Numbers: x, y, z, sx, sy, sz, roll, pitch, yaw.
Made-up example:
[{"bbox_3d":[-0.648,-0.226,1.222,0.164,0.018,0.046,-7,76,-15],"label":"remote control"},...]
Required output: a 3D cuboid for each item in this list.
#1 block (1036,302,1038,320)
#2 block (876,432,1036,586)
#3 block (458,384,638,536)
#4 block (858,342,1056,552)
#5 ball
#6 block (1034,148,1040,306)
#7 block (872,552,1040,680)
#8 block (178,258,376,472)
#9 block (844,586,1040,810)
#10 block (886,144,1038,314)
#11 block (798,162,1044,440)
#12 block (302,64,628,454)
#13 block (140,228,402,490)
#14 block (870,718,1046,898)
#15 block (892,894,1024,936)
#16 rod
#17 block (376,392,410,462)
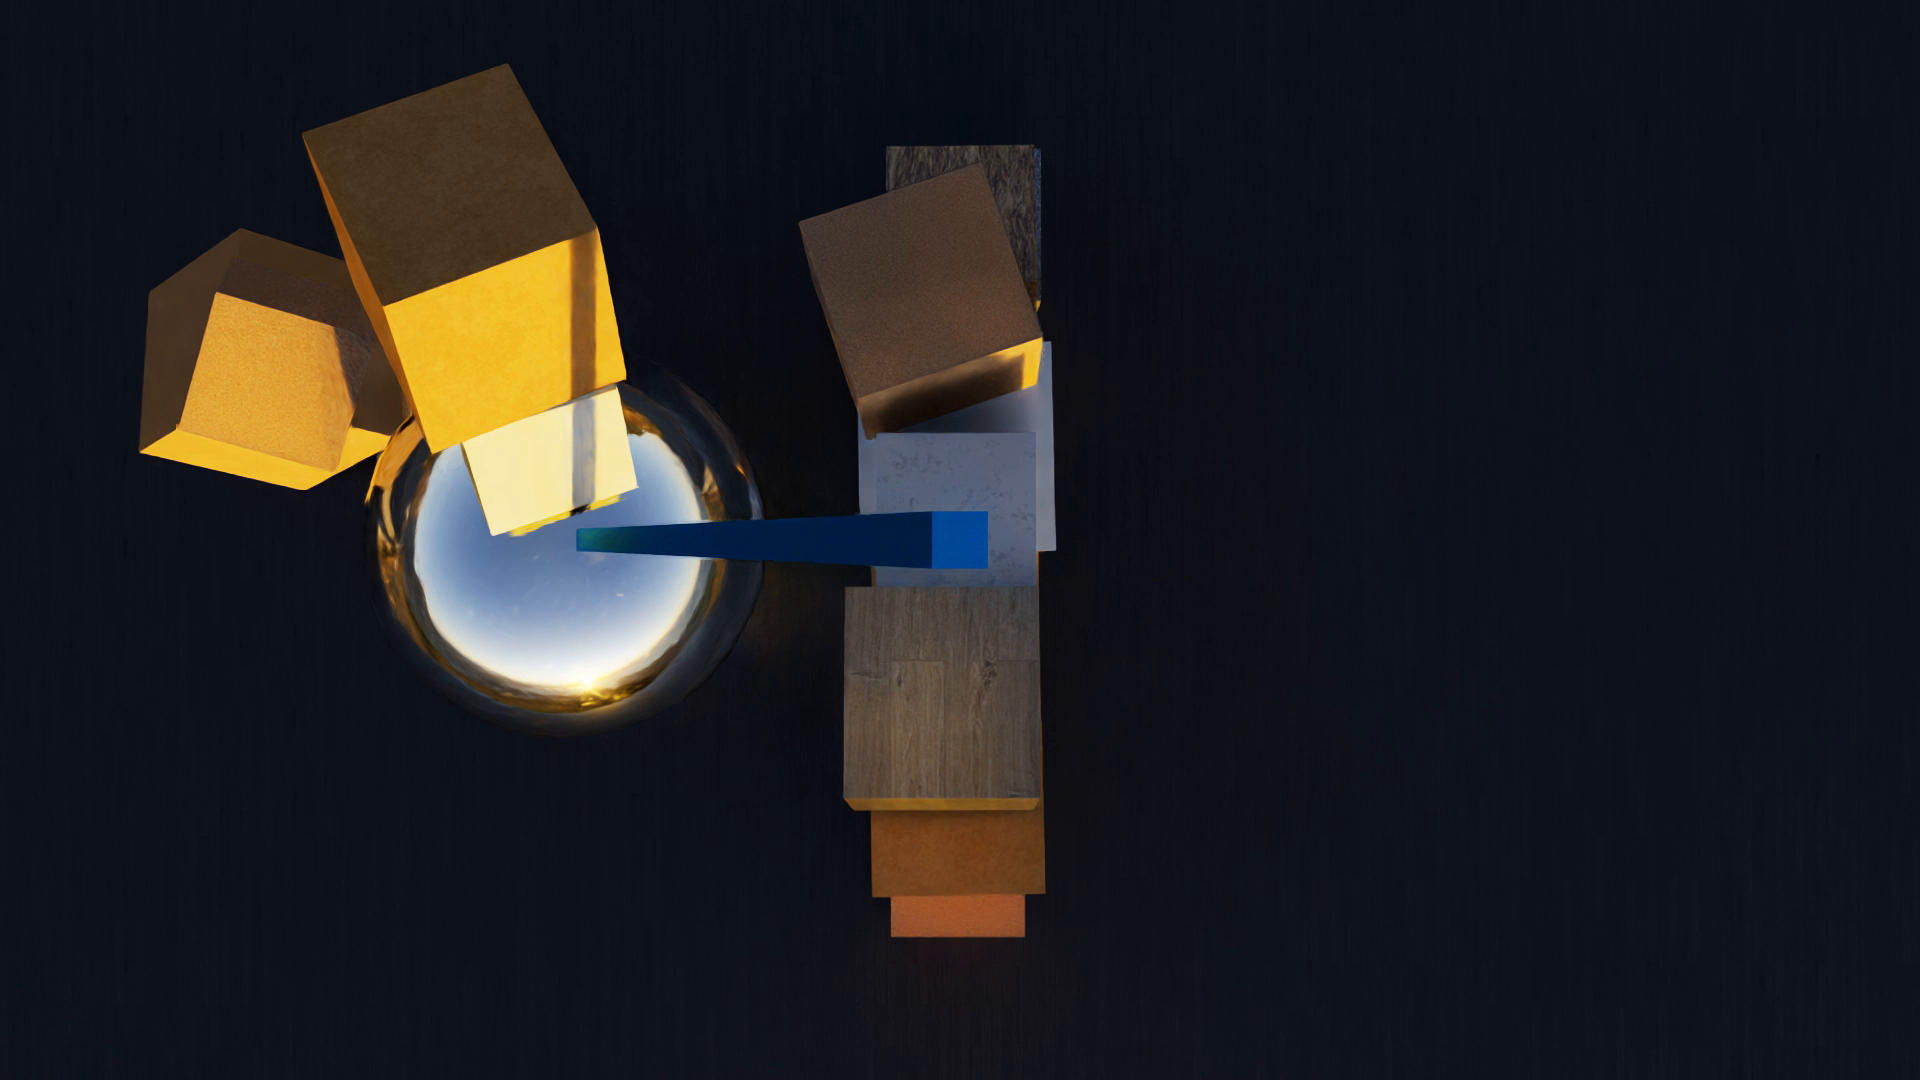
[{"bbox_3d":[-0.027,-0.838,12.561,0.902,0.877,0.961,0,90,0],"label":"block"},{"bbox_3d":[-0.019,-0.134,10.823,0.759,0.781,0.751,0,90,0],"label":"block"},{"bbox_3d":[-1.536,-0.488,7.848,0.549,0.605,0.573,-19,60,-13],"label":"block"},{"bbox_3d":[-0.021,-0.468,11.668,0.996,0.909,1.068,-1,90,0],"label":"block"},{"bbox_3d":[-1.579,0.000,8.844,1.600,1.600,1.600,0,90,0],"label":"ball"},{"bbox_3d":[0.019,-1.763,12.652,0.868,0.695,0.853,0,90,0],"label":"block"},{"bbox_3d":[-0.021,0.498,11.725,0.856,0.877,0.860,-1,90,0],"label":"block"},{"bbox_3d":[-2.813,-0.738,9.167,0.630,0.737,0.588,16,104,-16],"label":"block"},{"bbox_3d":[-0.085,0.790,10.698,0.906,0.979,0.986,0,80,0],"label":"block"},{"bbox_3d":[0.007,-1.560,11.796,0.777,0.778,0.810,-1,69,0],"label":"block"},{"bbox_3d":[-0.186,-1.143,10.761,0.908,0.941,0.898,-19,81,-3],"label":"block"},{"bbox_3d":[-1.629,-0.931,7.307,0.704,0.782,0.796,-23,61,-15],"label":"block"},{"bbox_3d":[-3.514,-0.897,11.266,0.930,0.930,0.891,-20,65,40],"label":"block"},{"bbox_3d":[-0.014,1.378,11.636,0.879,0.958,0.878,-1,88,0],"label":"block"},{"bbox_3d":[-0.011,1.784,12.558,0.737,0.885,0.807,0,90,0],"label":"block"},{"bbox_3d":[-0.684,0.000,5.564,0.080,5.200,0.080,0,90,-15],"label":"rod"},{"bbox_3d":[-2.704,-0.591,11.957,0.698,0.825,0.787,10,85,-26],"label":"block"}]
